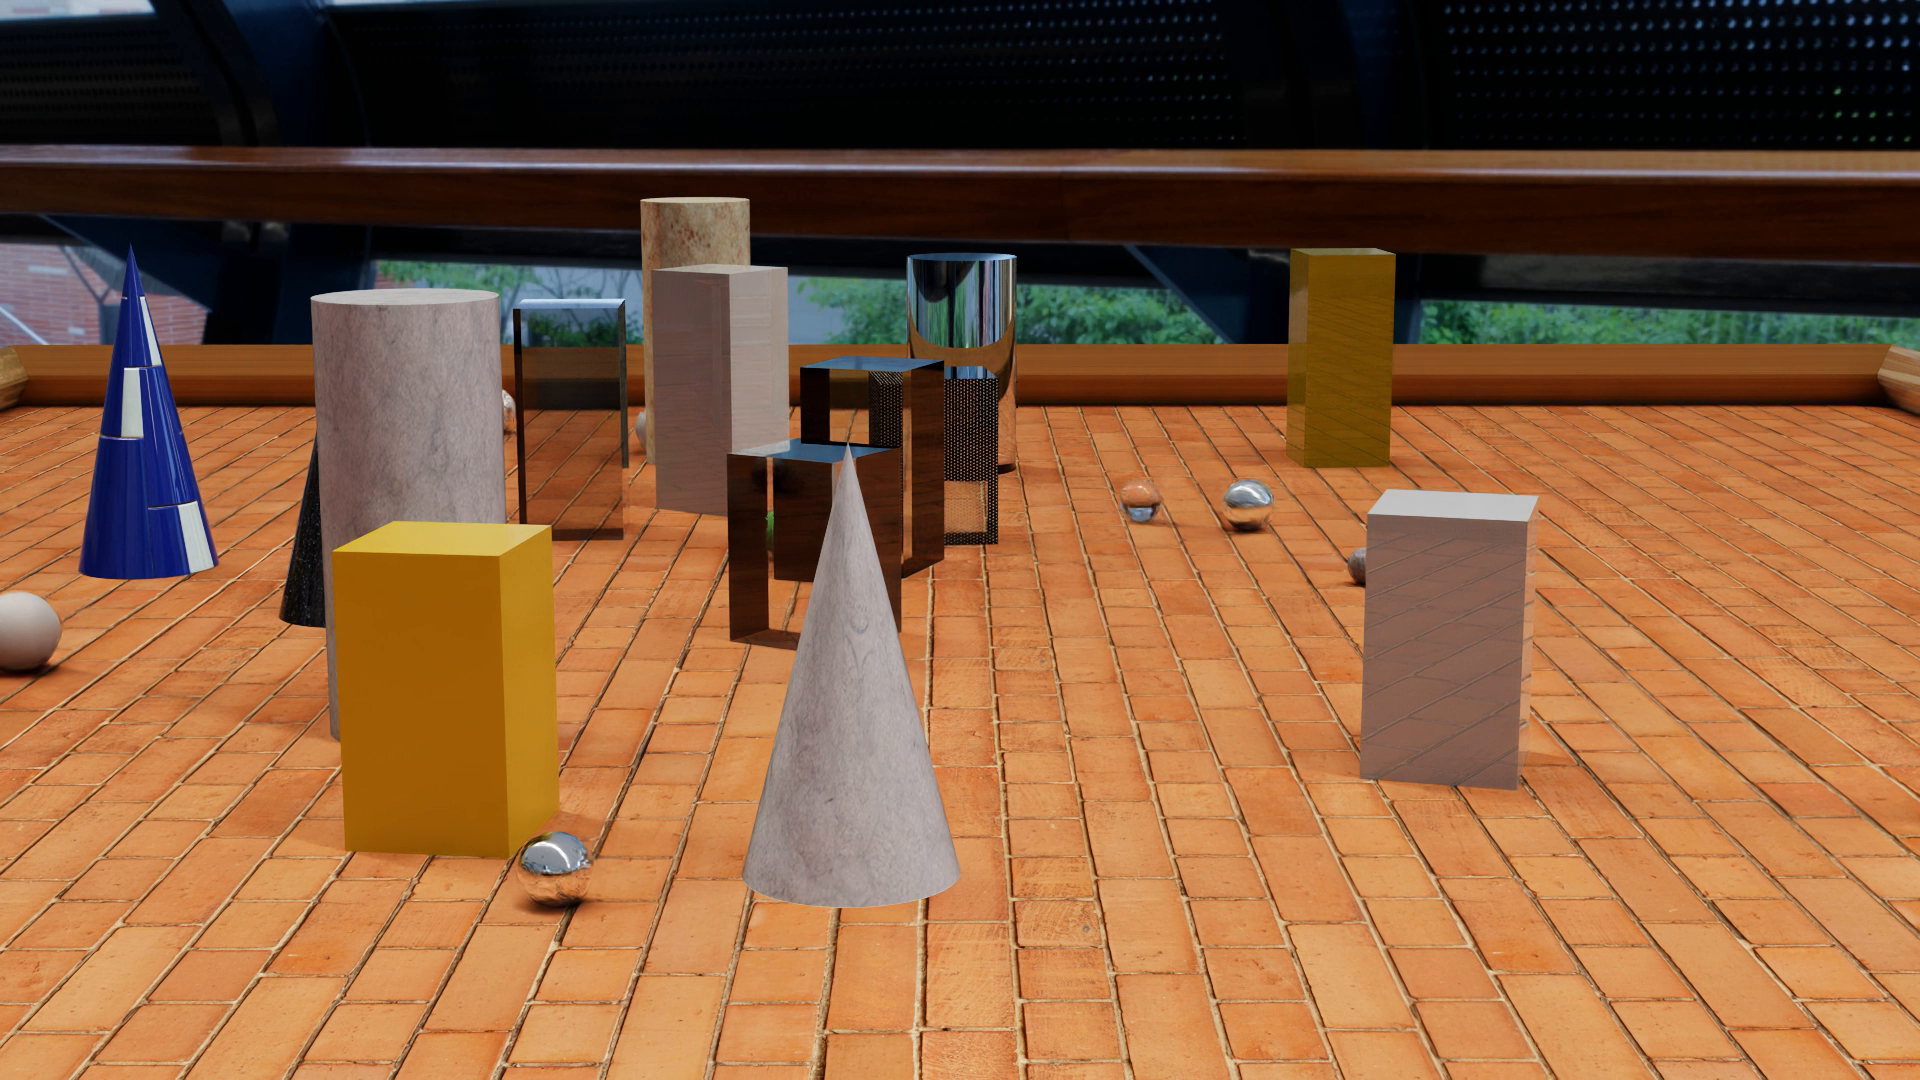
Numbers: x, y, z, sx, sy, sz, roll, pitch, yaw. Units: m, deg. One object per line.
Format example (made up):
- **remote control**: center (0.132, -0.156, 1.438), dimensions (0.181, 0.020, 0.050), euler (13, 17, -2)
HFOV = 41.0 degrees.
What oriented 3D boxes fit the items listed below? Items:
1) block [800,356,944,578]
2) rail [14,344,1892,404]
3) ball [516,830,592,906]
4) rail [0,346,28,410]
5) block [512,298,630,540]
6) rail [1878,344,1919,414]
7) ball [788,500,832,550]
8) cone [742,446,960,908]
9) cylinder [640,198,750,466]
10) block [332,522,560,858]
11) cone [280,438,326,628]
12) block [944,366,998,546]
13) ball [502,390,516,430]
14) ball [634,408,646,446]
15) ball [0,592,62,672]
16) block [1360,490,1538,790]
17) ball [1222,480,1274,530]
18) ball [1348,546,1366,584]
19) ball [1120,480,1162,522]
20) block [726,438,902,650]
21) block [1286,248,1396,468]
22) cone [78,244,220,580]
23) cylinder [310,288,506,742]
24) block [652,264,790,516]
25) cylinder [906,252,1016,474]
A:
- **block**: center (-0.127, -0.110, 3.763), dimensions (0.160, 0.299, 0.160), euler (4, 11, 21)
- **rail**: center (-0.012, -0.356, 5.553), dimensions (4.079, 0.130, 0.045), euler (0, 10, 0)
- **ball**: center (-0.356, 0.288, 2.251), dimensions (0.066, 0.066, 0.066), euler (0, 10, 0)
- **rail**: center (-2.016, 0.035, 3.437), dimensions (0.045, 0.130, 4.327), euler (0, 10, 0)
- **block**: center (-0.608, -0.191, 4.031), dimensions (0.160, 0.361, 0.160), euler (-1, 10, -3)
- **rail**: center (2.016, 0.031, 3.460), dimensions (0.045, 0.130, 4.327), euler (0, 10, 0)
- **ball**: center (-0.222, -0.022, 3.902), dimensions (0.076, 0.076, 0.076), euler (0, 10, 0)
- **cone**: center (-0.099, 0.108, 2.310), dimensions (0.200, 0.398, 0.200), euler (0, 10, 0)
- **cylinder**: center (-0.487, -0.387, 4.757), dimensions (0.200, 0.483, 0.200), euler (0, 10, 0)
- **block**: center (-0.487, 0.139, 2.451), dimensions (0.160, 0.287, 0.160), euler (1, 11, 8)
- **cone**: center (-0.817, -0.105, 3.427), dimensions (0.200, 0.412, 0.200), euler (0, 10, 0)
- **block**: center (-0.032, -0.132, 4.000), dimensions (0.160, 0.258, 0.160), euler (-1, 11, -8)
- **ball**: center (-0.939, -0.263, 5.163), dimensions (0.090, 0.090, 0.090), euler (0, 10, 0)
- **ball**: center (-0.578, -0.214, 4.909), dimensions (0.088, 0.088, 0.088), euler (0, 10, 0)
- **ball**: center (-1.144, 0.112, 3.118), dimensions (0.097, 0.097, 0.097), euler (0, 10, 0)
- **block**: center (0.513, 0.100, 2.684), dimensions (0.160, 0.278, 0.160), euler (3, 11, 16)
- **ball**: center (0.456, -0.055, 4.068), dimensions (0.081, 0.081, 0.081), euler (0, 10, 0)
- **ball**: center (0.578, 0.036, 3.649), dimensions (0.054, 0.054, 0.054), euler (0, 10, 0)
- **ball**: center (0.292, -0.064, 4.145), dimensions (0.069, 0.069, 0.069), euler (0, 10, 0)
- **block**: center (-0.186, 0.005, 3.294), dimensions (0.160, 0.244, 0.160), euler (6, 12, 30)
- **block**: center (0.703, -0.339, 4.754), dimensions (0.160, 0.390, 0.160), euler (-1, 11, -5)
- **cone**: center (-1.195, -0.196, 3.739), dimensions (0.200, 0.476, 0.200), euler (0, 10, 0)
- **cylinder**: center (-0.599, -0.027, 2.817), dimensions (0.200, 0.481, 0.200), euler (0, 10, 0)
- **block**: center (-0.396, -0.252, 4.265), dimensions (0.160, 0.397, 0.160), euler (6, 12, 31)
- **cylinder**: center (0.003, -0.321, 4.667), dimensions (0.200, 0.387, 0.200), euler (0, 10, 0)
